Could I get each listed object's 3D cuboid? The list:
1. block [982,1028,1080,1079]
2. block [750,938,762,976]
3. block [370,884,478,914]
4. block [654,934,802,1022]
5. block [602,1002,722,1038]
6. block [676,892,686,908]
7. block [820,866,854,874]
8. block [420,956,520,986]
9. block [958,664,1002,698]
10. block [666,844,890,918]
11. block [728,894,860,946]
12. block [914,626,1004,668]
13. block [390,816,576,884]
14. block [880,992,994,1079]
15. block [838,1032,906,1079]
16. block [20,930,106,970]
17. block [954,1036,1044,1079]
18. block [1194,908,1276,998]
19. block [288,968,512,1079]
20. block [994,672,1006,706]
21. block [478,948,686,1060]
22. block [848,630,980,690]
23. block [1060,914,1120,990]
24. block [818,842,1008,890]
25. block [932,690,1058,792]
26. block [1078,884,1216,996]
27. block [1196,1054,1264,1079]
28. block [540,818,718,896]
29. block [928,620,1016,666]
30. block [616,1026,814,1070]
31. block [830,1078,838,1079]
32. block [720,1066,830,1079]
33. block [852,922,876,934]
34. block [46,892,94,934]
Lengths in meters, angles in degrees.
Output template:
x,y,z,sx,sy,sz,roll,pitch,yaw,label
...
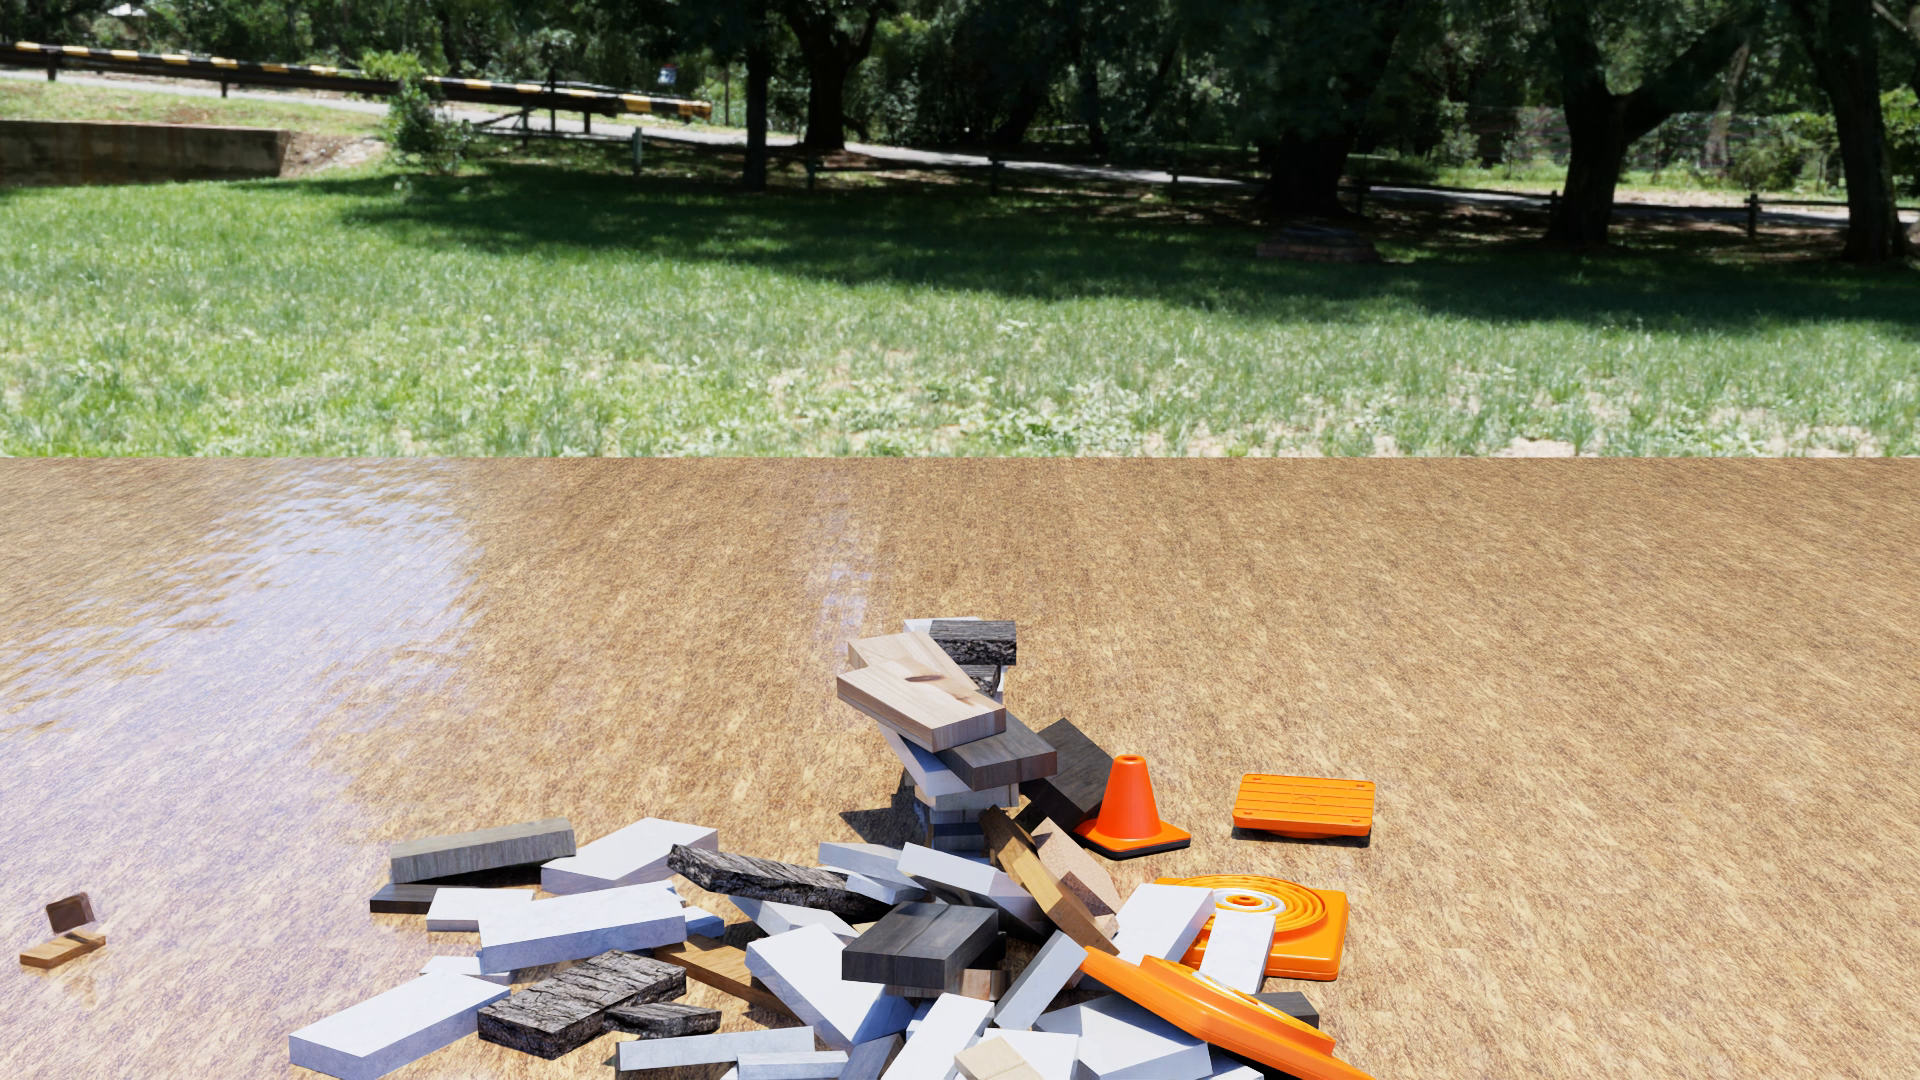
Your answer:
x,y,z,sx,sy,sz,roll,pitch,yaw,label
0.044,0.728,2.495,0.116,0.033,0.513,2,25,10,block
-0.264,0.625,3.263,0.085,0.024,0.170,10,0,-3,block
-0.878,0.590,3.608,0.158,0.022,0.079,1,11,5,block
-0.319,0.650,3.280,0.331,0.024,0.085,10,14,43,block
-0.412,0.666,3.055,0.088,0.025,0.175,4,-5,22,block
-0.502,0.596,3.599,0.096,0.014,0.048,-6,12,-29,block
-0.229,0.570,3.739,0.097,0.014,0.049,-3,11,-16,block
-0.735,0.648,3.303,0.134,0.019,0.067,1,11,6,block
-0.016,0.267,4.259,0.174,0.049,0.533,1,1,3,block
-0.284,0.543,3.489,0.350,0.037,0.130,17,0,-38,block
-0.257,0.590,3.428,0.130,0.037,0.259,17,0,-26,block
-0.006,0.231,4.798,0.180,0.051,0.359,0,4,-2,block
-0.816,0.528,3.755,0.302,0.043,0.151,-8,3,-15,block
-0.036,0.647,2.743,0.071,0.020,0.267,7,22,20,block
-0.120,0.679,2.795,0.066,0.019,0.131,-21,14,22,block
-1.385,0.632,3.397,0.058,0.016,0.116,5,11,23,block
0.055,0.643,2.620,0.066,0.019,0.131,-16,28,-27,block
0.410,0.620,3.269,0.088,0.025,0.175,5,32,17,block
-0.780,0.679,3.082,0.142,0.040,0.283,6,12,31,block
0.015,0.295,5.119,0.180,0.051,0.645,0,11,2,block
-0.539,0.664,3.161,0.142,0.040,0.284,7,12,32,block
-0.085,0.242,3.940,0.148,0.042,0.315,-8,19,-18,block
0.166,0.617,3.277,0.083,0.023,0.166,-17,14,35,block
-0.079,0.527,3.533,0.122,0.035,0.343,9,-4,-38,block
0.030,0.331,3.663,0.148,0.042,0.295,-9,20,-22,block
0.283,0.601,3.322,0.122,0.035,0.245,-1,23,30,block
0.280,0.676,2.676,0.166,0.023,0.083,-14,13,-28,block
-0.564,0.548,3.776,0.151,0.043,0.302,5,12,27,block
0.026,0.206,4.446,0.174,0.049,0.348,1,4,1,block
-0.330,0.682,2.950,0.255,0.036,0.127,-2,-12,-12,block
-0.106,0.690,2.844,0.134,0.019,0.067,-19,1,26,block
-0.259,0.721,2.785,0.127,0.036,0.263,2,4,13,block
-0.122,0.625,3.434,0.058,0.016,0.121,-4,11,-21,block
-1.386,0.581,3.425,0.096,0.048,0.014,-21,-2,35,block
